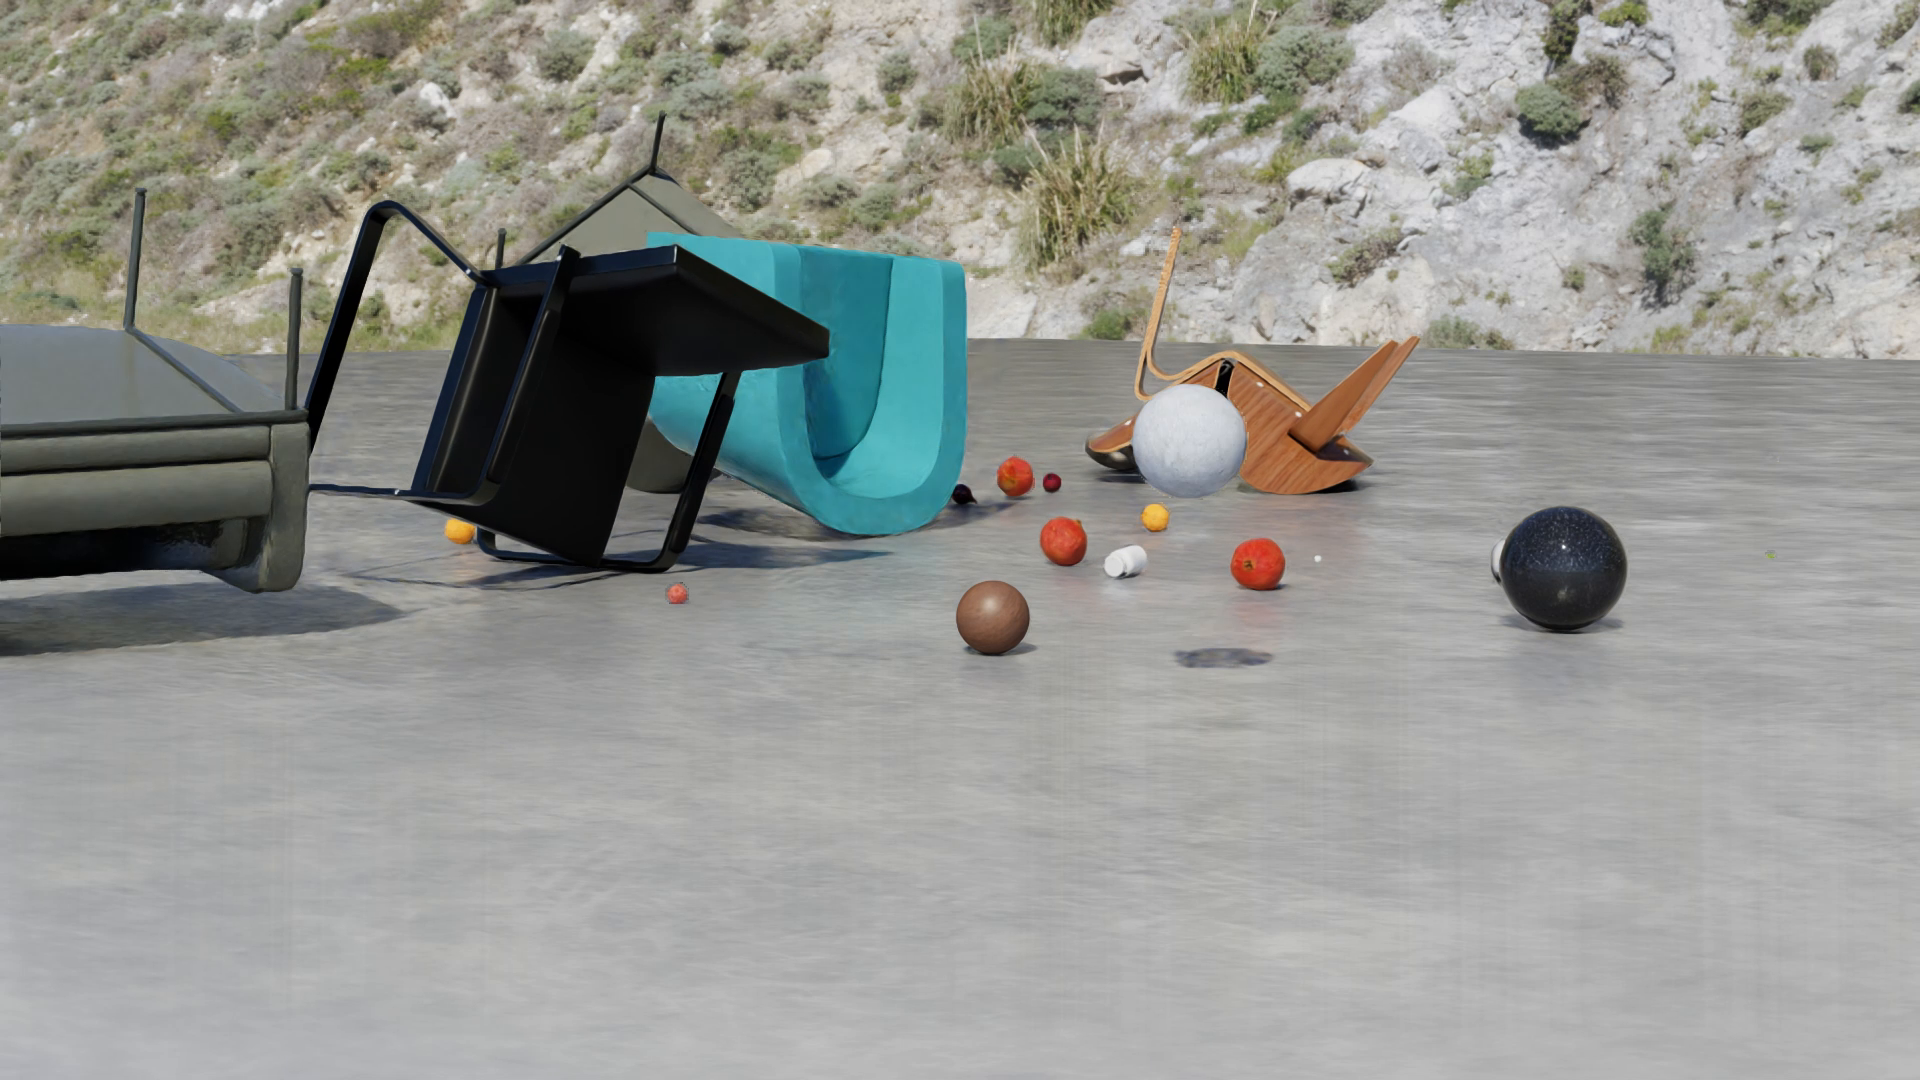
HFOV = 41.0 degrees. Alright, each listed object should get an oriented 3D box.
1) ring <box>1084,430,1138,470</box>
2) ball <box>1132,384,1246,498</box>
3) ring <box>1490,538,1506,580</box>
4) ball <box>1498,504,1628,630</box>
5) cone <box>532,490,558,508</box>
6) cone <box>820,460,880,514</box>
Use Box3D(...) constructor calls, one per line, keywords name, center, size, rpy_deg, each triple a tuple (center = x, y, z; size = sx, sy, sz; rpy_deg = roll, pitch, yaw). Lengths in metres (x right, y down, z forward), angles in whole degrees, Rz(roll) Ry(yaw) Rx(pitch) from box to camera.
Box3D(name="ring", center=(0.525, -0.300, 8.616), size=(0.218, 0.060, 0.352), rpy_deg=(11, -12, 6))
Box3D(name="ball", center=(0.358, -0.155, 4.013), size=(0.179, 0.179, 0.179), rpy_deg=(0, 6, 0))
Box3D(name="ring", center=(1.242, 0.041, 5.546), size=(0.288, 0.098, 0.110), rpy_deg=(-5, 4, -43))
Box3D(name="ball", center=(1.122, 0.052, 4.770), size=(0.234, 0.234, 0.234), rpy_deg=(0, 6, 0))
Box3D(name="cone", center=(-1.168, -0.107, 7.332), size=(0.085, 0.049, 0.086), rpy_deg=(-15, 29, -29))
Box3D(name="cone", center=(-0.276, -0.115, 7.167), size=(0.154, 0.168, 0.197), rpy_deg=(31, -2, -33))
